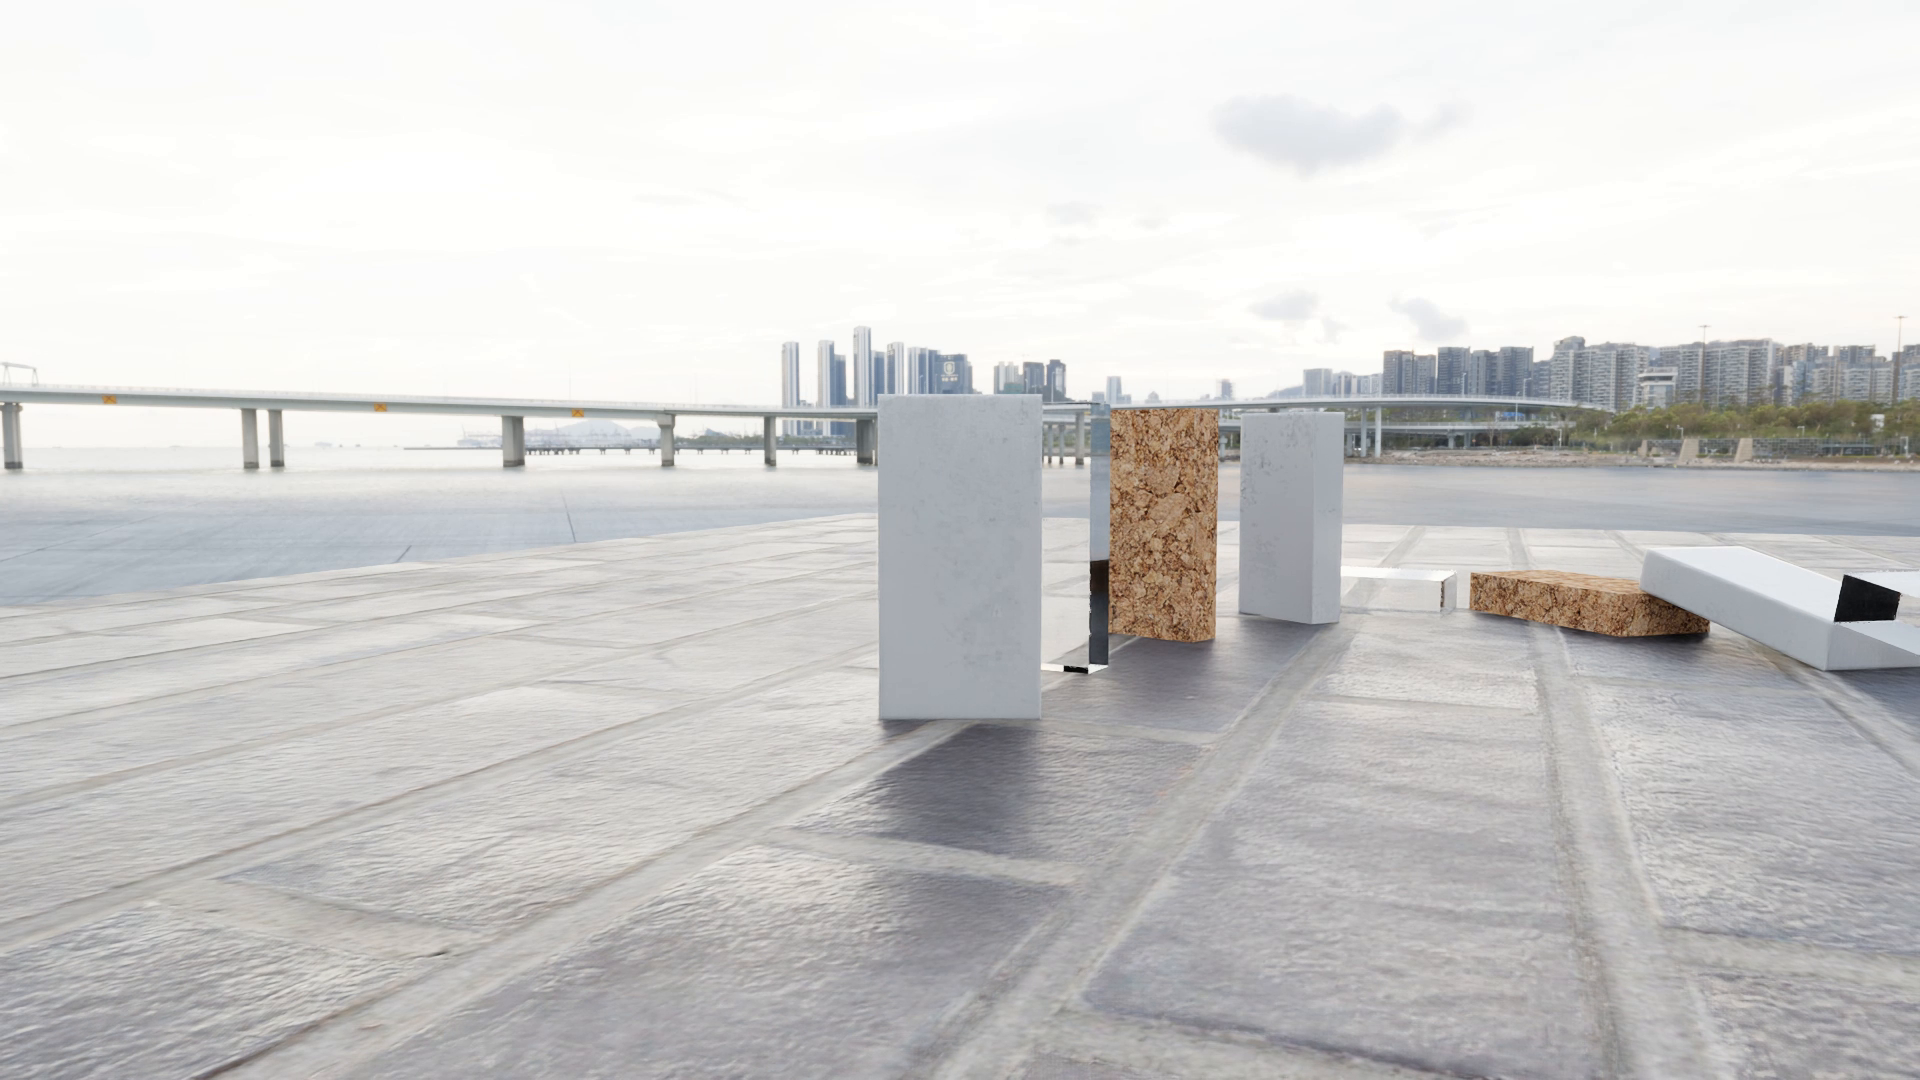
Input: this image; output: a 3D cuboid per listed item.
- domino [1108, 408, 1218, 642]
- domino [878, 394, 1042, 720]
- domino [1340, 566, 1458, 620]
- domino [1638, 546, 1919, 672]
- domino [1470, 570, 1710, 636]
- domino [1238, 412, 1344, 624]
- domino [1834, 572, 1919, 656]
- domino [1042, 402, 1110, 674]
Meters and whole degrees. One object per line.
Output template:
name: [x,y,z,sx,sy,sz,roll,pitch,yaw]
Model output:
domino: [0.044,-0.004,0.285,0.025,0.050,0.009,4,6,44]
domino: [0.000,0.002,0.201,0.025,0.050,0.009,0,4,0]
domino: [0.101,0.013,0.334,0.050,0.009,0.025,2,5,30]
domino: [0.169,0.013,0.265,0.025,0.010,0.050,-1,16,-12]
domino: [0.151,0.015,0.310,0.025,0.010,0.050,-1,4,-17]
domino: [0.081,-0.006,0.314,0.010,0.050,0.025,-3,5,-31]
domino: [0.180,0.017,0.216,0.025,0.009,0.050,-1,15,-12]
domino: [0.015,-0.001,0.246,0.025,0.050,0.009,2,5,29]
